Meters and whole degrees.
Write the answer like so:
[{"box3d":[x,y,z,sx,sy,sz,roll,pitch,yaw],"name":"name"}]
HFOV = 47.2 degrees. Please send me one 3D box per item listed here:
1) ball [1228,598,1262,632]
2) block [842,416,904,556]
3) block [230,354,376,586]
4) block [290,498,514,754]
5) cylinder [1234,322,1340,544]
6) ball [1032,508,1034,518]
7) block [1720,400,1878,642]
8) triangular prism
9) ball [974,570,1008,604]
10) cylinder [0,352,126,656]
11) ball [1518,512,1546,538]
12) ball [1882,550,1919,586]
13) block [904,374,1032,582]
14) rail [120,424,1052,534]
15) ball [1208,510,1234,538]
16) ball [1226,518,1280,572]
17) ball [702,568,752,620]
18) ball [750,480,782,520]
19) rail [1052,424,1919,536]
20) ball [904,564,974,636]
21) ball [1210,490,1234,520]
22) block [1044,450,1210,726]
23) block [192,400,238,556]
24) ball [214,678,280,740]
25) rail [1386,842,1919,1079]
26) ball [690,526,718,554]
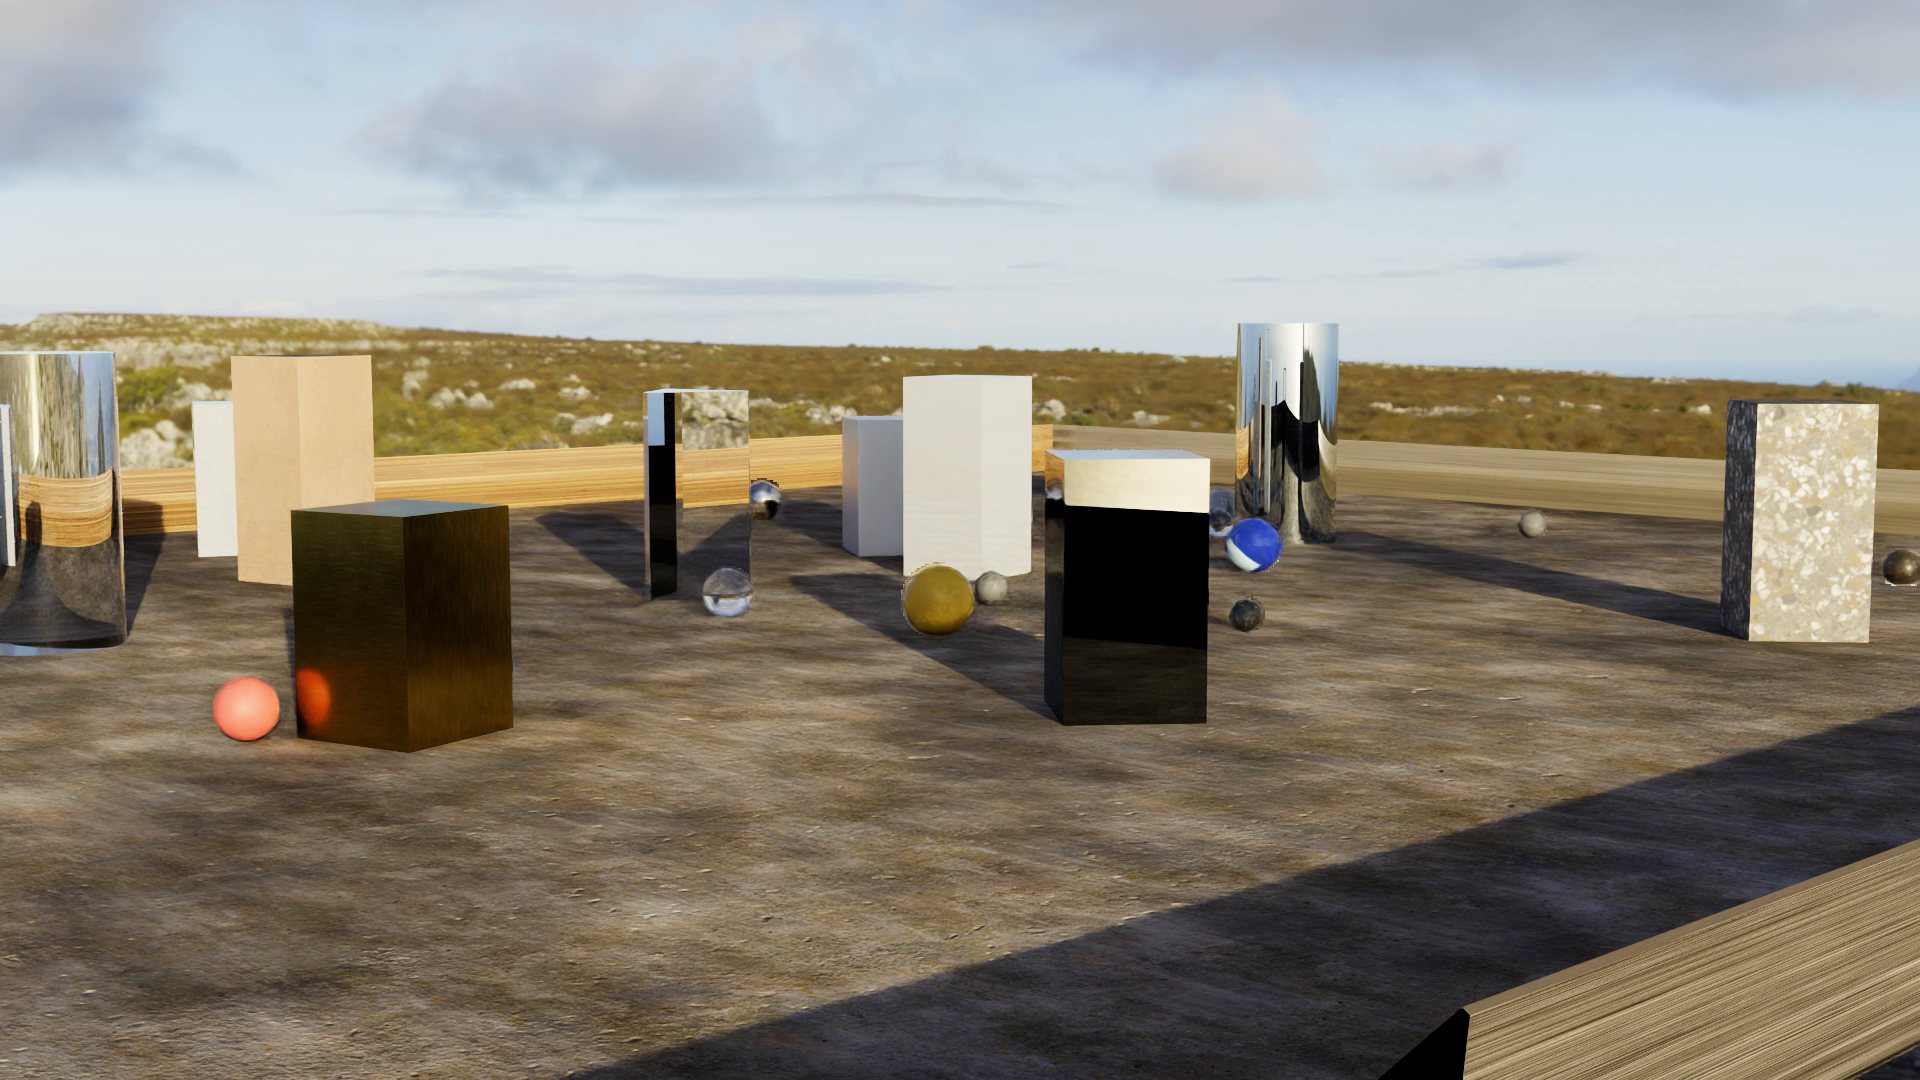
[{"box3d":[0.396,0.104,3.050,0.046,0.046,0.046,0,6,0],"name":"ball"},{"box3d":[-0.126,-0.102,4.060,0.156,0.247,0.156,-1,6,-14],"name":"block"},{"box3d":[-1.083,-0.119,3.634,0.156,0.369,0.156,4,7,32],"name":"block"},{"box3d":[-0.584,0.085,2.309,0.156,0.239,0.156,3,7,30],"name":"block"},{"box3d":[0.631,-0.209,4.252,0.195,0.419,0.195,0,6,0],"name":"cylinder"},{"box3d":[0.126,-0.057,4.550,0.055,0.055,0.055,0,6,0],"name":"ball"},{"box3d":[1.149,-0.030,3.020,0.156,0.319,0.156,1,6,5],"name":"block"},{"box3d":[-0.435,-0.076,3.457,0.169,0.319,0.146,-3,7,-26],"name":"triangular prism"},{"box3d":[0.048,0.072,3.331,0.051,0.051,0.051,0,6,0],"name":"ball"},{"box3d":[-1.216,-0.054,2.915,0.195,0.388,0.195,0,6,0],"name":"cylinder"},{"box3d":[1.118,-0.030,4.301,0.053,0.053,0.053,0,6,0],"name":"ball"},{"box3d":[1.518,0.046,3.544,0.060,0.060,0.060,0,6,0],"name":"ball"},{"box3d":[0.013,-0.108,3.702,0.156,0.333,0.156,4,7,33],"name":"block"},{"box3d":[-1.256,-0.109,4.686,4.160,0.127,0.045,-5,8,-42],"name":"rail"},{"box3d":[0.505,-0.031,4.288,0.056,0.056,0.056,0,6,0],"name":"ball"},{"box3d":[0.497,0.009,3.731,0.094,0.094,0.094,0,6,0],"name":"ball"},{"box3d":[-0.336,0.078,3.175,0.073,0.073,0.073,0,6,0],"name":"ball"},{"box3d":[-0.420,-0.083,4.660,0.084,0.084,0.084,0,6,0],"name":"ball"},{"box3d":[1.511,-0.112,4.719,0.045,0.127,3.752,-5,8,-42],"name":"rail"},{"box3d":[-0.029,0.083,3.006,0.098,0.098,0.098,0,6,0],"name":"ball"},{"box3d":[0.531,-0.063,4.480,0.081,0.081,0.081,0,6,0],"name":"ball"},{"box3d":[0.181,0.048,2.430,0.156,0.286,0.156,-1,6,-5],"name":"block"},{"box3d":[-1.330,-0.116,4.059,0.156,0.274,0.156,-2,6,-20],"name":"block"},{"box3d":[-0.738,0.175,2.278,0.065,0.065,0.065,0,6,0],"name":"ball"},{"box3d":[1.256,0.175,1.978,4.160,0.127,0.045,-5,8,-42],"name":"rail"},{"box3d":[-0.468,0.000,4.013,0.052,0.052,0.052,0,6,0],"name":"ball"}]
